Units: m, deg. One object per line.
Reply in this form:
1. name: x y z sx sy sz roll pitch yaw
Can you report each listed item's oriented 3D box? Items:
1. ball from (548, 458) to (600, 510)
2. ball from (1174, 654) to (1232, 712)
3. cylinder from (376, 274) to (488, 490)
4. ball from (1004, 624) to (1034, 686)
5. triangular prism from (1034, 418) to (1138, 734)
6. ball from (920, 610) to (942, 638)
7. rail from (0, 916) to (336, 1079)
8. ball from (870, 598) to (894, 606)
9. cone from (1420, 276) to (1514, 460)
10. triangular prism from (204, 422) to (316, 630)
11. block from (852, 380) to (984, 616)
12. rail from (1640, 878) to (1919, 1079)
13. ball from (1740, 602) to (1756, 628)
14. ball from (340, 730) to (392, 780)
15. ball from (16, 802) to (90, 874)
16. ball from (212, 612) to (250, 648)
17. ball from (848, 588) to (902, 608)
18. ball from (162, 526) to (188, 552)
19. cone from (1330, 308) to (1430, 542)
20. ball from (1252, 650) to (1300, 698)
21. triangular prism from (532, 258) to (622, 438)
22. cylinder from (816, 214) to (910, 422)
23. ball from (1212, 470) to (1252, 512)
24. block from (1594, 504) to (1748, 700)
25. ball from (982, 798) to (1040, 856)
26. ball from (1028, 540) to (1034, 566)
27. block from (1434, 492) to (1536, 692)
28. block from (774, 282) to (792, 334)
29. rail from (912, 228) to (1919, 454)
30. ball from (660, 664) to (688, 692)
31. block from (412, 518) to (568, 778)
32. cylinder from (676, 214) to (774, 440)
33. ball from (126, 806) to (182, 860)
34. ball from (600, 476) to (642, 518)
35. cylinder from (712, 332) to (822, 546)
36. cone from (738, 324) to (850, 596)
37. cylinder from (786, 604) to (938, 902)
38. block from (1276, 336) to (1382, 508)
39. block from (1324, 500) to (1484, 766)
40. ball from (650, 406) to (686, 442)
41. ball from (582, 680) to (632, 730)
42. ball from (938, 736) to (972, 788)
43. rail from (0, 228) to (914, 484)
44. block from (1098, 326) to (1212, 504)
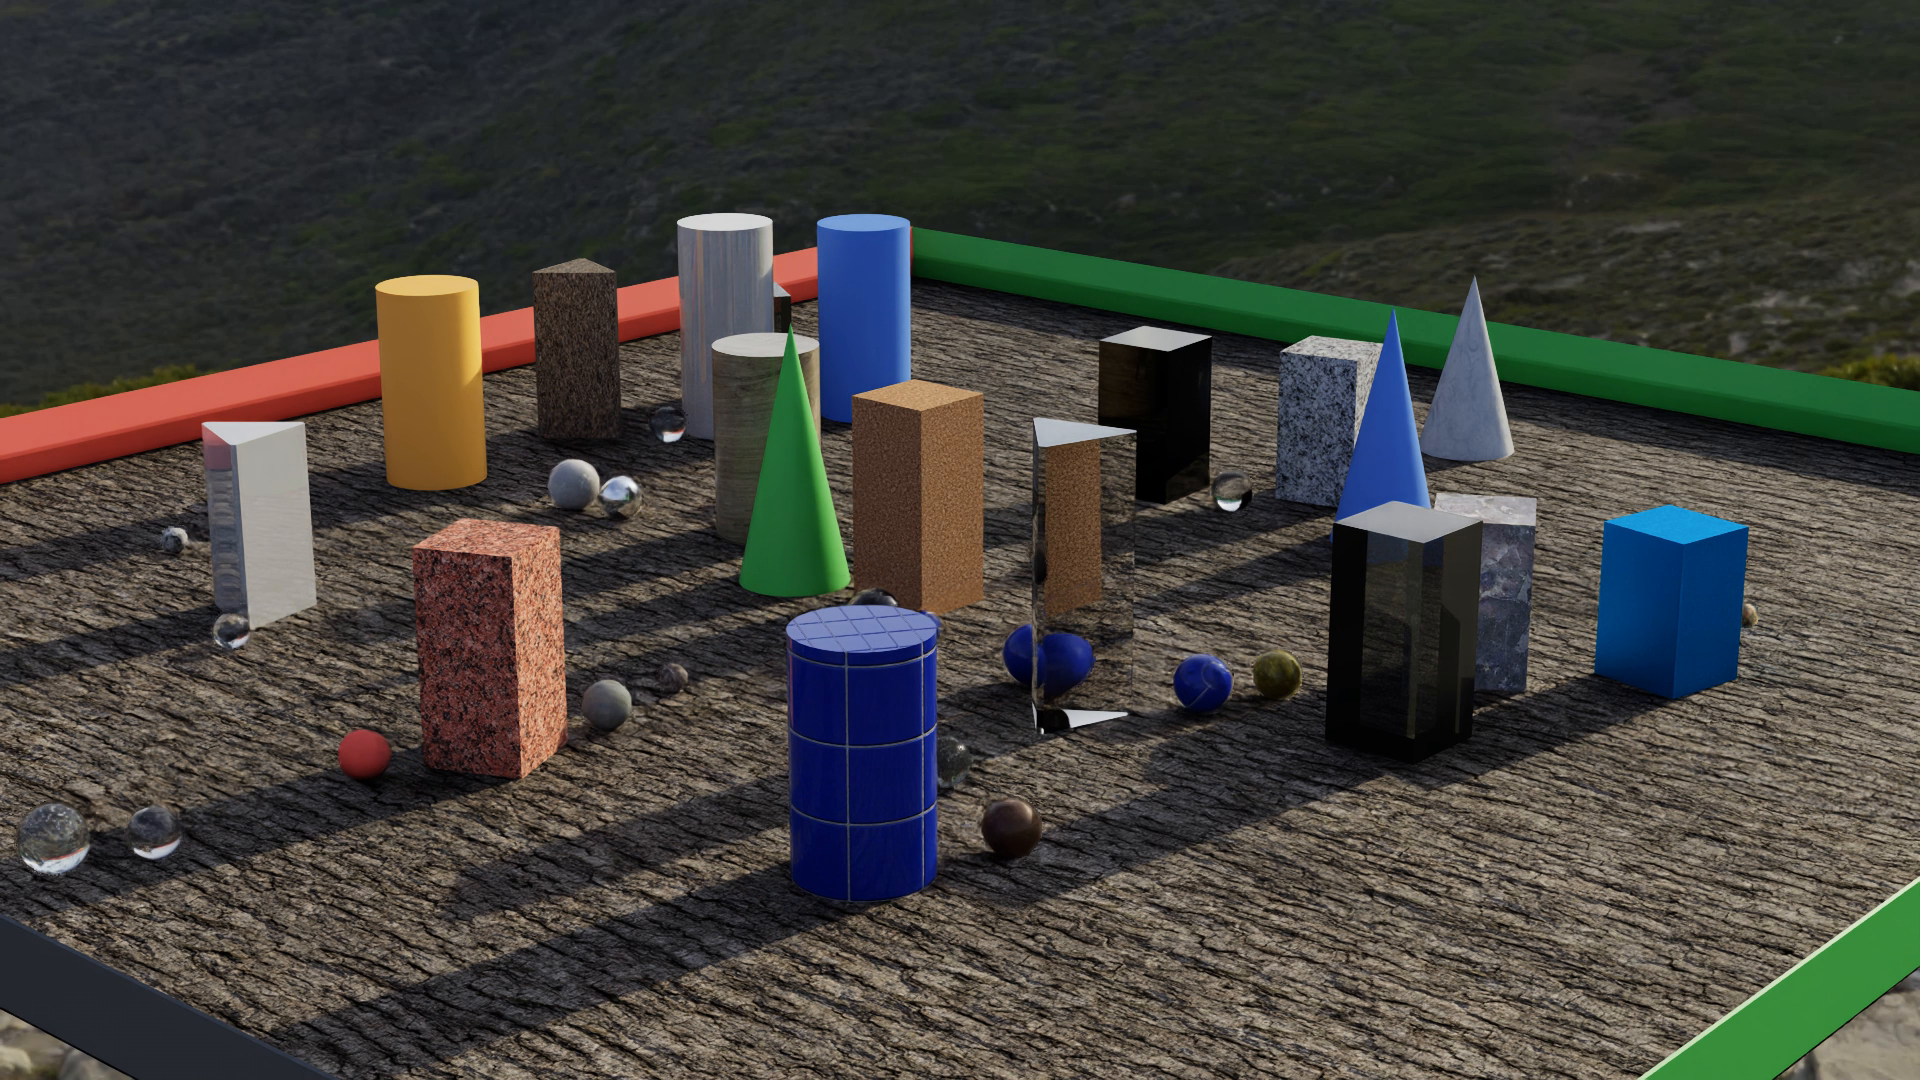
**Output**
1. ball: -0.741 -0.107 5.638 0.099 0.099 0.099 0 17 0
2. ball: 0.378 0.222 4.559 0.091 0.091 0.091 0 17 0
3. cylinder: -1.048 -0.313 5.817 0.199 0.391 0.199 0 17 0
4. ball: 0.119 0.183 4.676 0.099 0.099 0.099 0 17 0
5. triangular prism: 0.155 0.047 4.513 0.172 0.453 0.149 -10 19 -30
6. ball: -0.058 0.145 4.879 0.055 0.055 0.055 0 17 0
7. rail: -1.301 0.464 3.685 3.822 0.129 0.045 14 22 39
8. ball: -0.133 0.122 4.970 0.046 0.046 0.046 0 17 0
9. cone: 1.050 -0.366 6.034 0.199 0.367 0.199 0 17 0
10. triangular prism: -1.225 -0.034 5.006 0.149 0.324 0.172 10 19 29
11. block: -0.072 -0.071 5.049 0.159 0.370 0.159 14 22 39
12. rail: 1.425 0.389 3.935 0.045 0.129 4.015 14 22 39
13. ball: 1.325 0.127 4.958 0.043 0.043 0.043 0 17 0
14. ball: -0.869 0.314 4.284 0.074 0.074 0.074 0 17 0
15. ball: -1.221 0.403 3.952 0.096 0.096 0.096 0 17 0
16. ball: -1.206 0.150 4.852 0.061 0.061 0.061 0 17 0
17. ball: -0.142 0.128 4.860 0.098 0.098 0.098 0 17 0
18. ball: -1.439 -0.001 5.378 0.046 0.046 0.046 0 17 0
19. cone: 0.788 -0.212 5.389 0.199 0.444 0.199 0 17 0
20. ball: 0.499 0.212 4.621 0.076 0.076 0.076 0 17 0
21. triangular prism: -0.800 -0.407 6.193 0.172 0.353 0.149 0 17 0
22. cylinder: -0.206 -0.478 6.319 0.199 0.417 0.199 0 17 0
23. ball: 0.522 -0.094 5.631 0.078 0.078 0.078 0 17 0
24. block: 1.137 0.097 4.690 0.159 0.255 0.159 -13 21 -36
25. ball: 0.069 0.393 4.011 0.080 0.080 0.080 0 17 0
26. ball: 0.159 0.024 5.249 0.072 0.072 0.072 0 17 0
27. block: 0.836 0.082 4.704 0.159 0.275 0.159 3 17 11
28. block: -0.465 -0.429 6.453 0.159 0.245 0.159 -5 17 -15
29. rail: 1.301 -0.400 6.554 3.822 0.129 0.045 14 22 39
30. ball: -0.455 0.219 4.651 0.045 0.045 0.045 0 17 0
31. block: -0.693 0.159 4.339 0.159 0.340 0.159 5 18 17
32. cylinder: -0.491 -0.451 6.182 0.199 0.444 0.199 0 17 0
33. ball: -1.100 0.400 4.002 0.073 0.073 0.073 0 17 0
34. ball: -0.646 -0.082 5.585 0.081 0.081 0.081 0 17 0
35. cylinder: -0.358 -0.188 5.455 0.199 0.360 0.199 0 17 0
36. cone: -0.294 -0.154 5.152 0.199 0.469 0.199 0 17 0
37. cylinder: -0.130 0.283 3.913 0.199 0.348 0.199 0 17 0
38. block: 0.724 -0.231 5.711 0.159 0.294 0.159 9 19 28
39. block: 0.666 0.137 4.405 0.159 0.344 0.159 15 22 40
40. ball: -0.609 -0.241 6.122 0.076 0.076 0.076 0 17 0
41. ball: -0.540 0.252 4.489 0.076 0.076 0.076 0 17 0
42. ball: -0.021 0.322 4.256 0.075 0.075 0.075 0 17 0
43. rail: -1.425 -0.325 6.305 0.045 0.129 4.015 14 22 39
44. block: 0.381 -0.246 5.745 0.159 0.304 0.159 12 21 35
